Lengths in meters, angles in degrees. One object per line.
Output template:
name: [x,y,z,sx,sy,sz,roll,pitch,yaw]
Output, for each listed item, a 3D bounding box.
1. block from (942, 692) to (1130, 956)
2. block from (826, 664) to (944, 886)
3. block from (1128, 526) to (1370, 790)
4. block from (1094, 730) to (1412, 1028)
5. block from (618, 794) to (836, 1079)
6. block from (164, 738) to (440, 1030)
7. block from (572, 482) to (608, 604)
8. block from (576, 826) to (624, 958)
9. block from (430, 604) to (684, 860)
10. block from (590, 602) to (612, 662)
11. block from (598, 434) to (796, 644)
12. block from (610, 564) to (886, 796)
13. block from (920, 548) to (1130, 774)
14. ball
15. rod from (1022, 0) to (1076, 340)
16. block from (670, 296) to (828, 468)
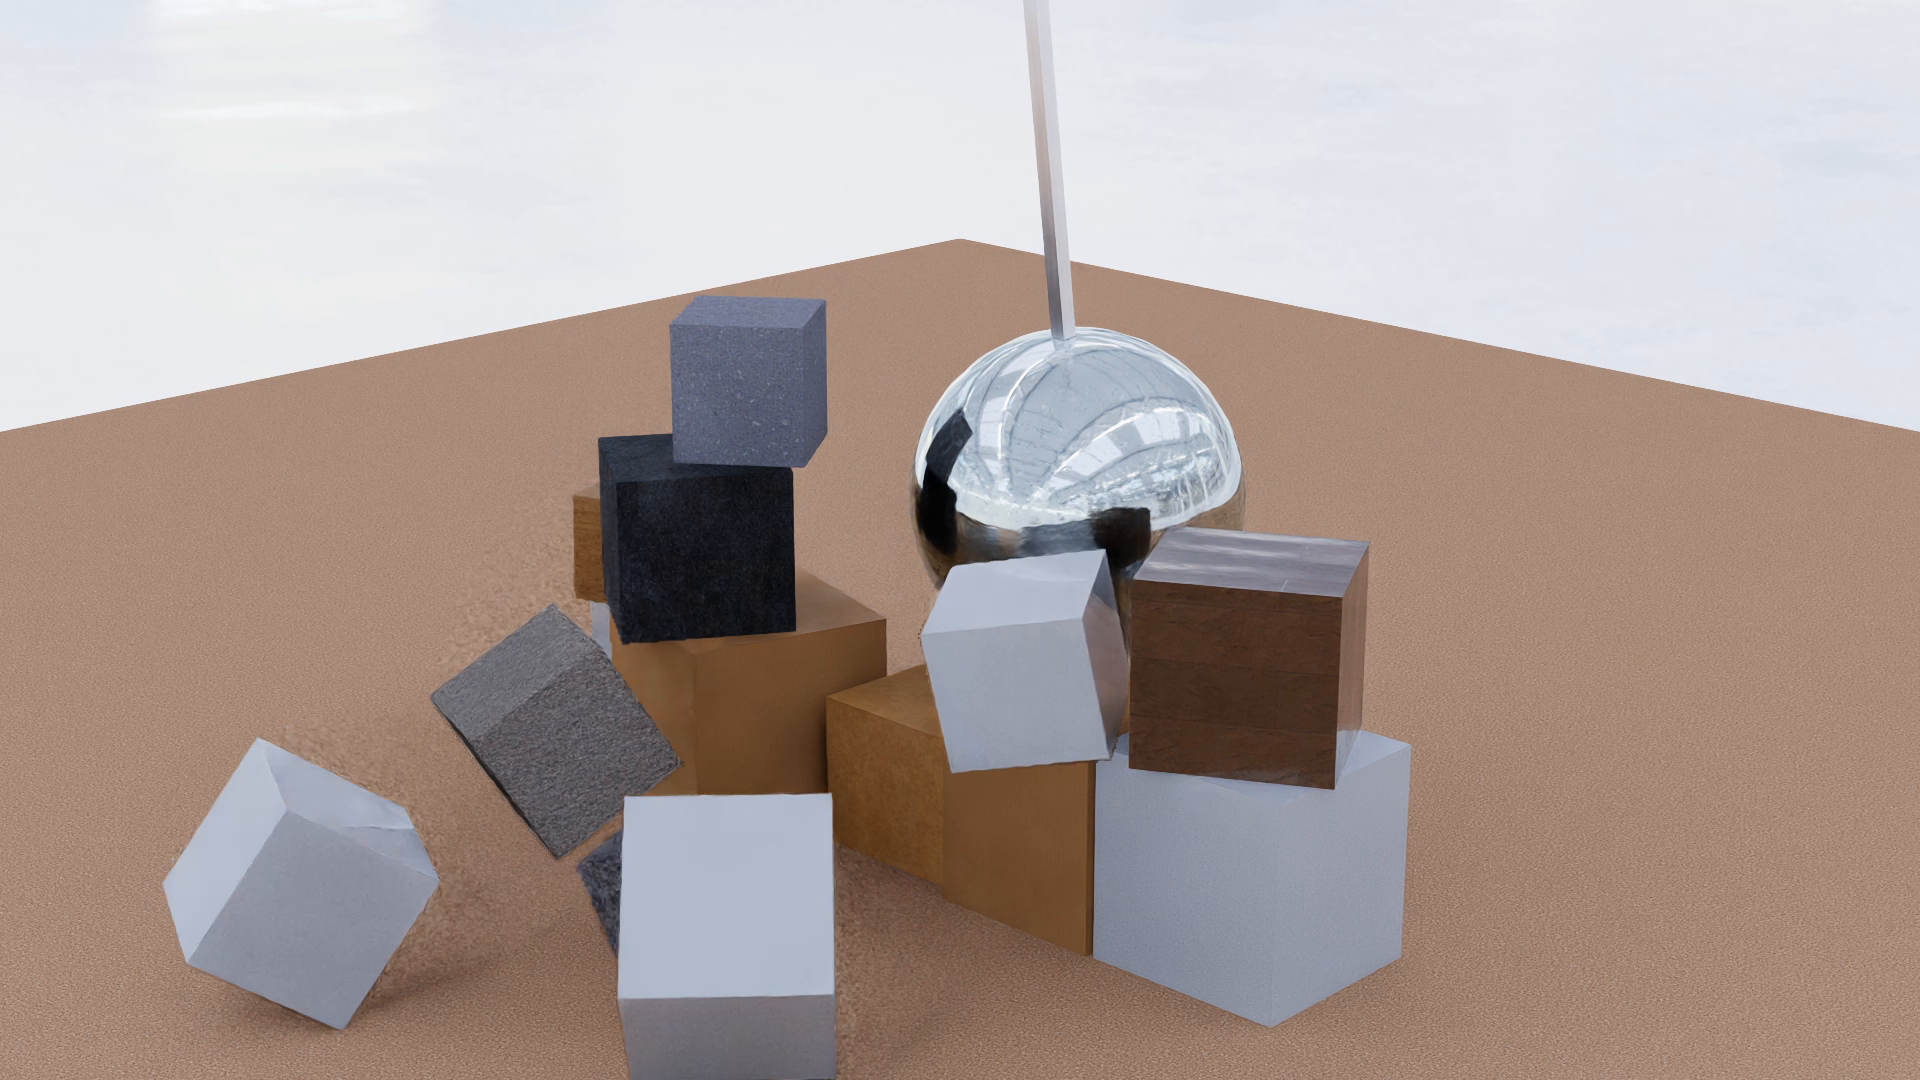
block: [0.562,1.169,13.104,0.860,0.912,0.945,16,24,42]
block: [-0.055,1.078,13.715,0.763,0.719,0.842,-17,24,-42]
block: [1.208,0.474,12.195,0.852,0.821,0.765,5,18,15]
block: [1.236,1.330,12.477,0.960,0.981,0.913,16,23,41]
block: [-0.895,1.561,11.467,0.804,0.787,0.849,-1,57,-2]
block: [-2.719,1.412,12.076,0.726,0.744,0.727,31,6,-29]
block: [-1.524,-0.012,14.928,0.634,0.550,0.648,9,20,22]
block: [-1.257,1.471,12.605,0.459,0.489,0.476,-17,11,28]
block: [-1.781,0.833,12.902,0.682,0.693,0.694,-38,26,-11]
block: [-1.383,0.662,14.974,0.720,0.758,0.736,-12,21,-33]
block: [-1.248,-0.031,13.850,0.812,0.776,0.785,-4,18,-12]
block: [-1.022,0.793,14.171,1.005,0.989,0.961,-10,20,-28]
block: [0.294,0.510,12.474,0.684,0.647,0.709,-7,22,14]
ball: [0.553,-0.207,13.856,1.600,1.600,1.600,0,17,0]
rod: [0.240,-3.329,12.547,0.080,5.200,0.080,17,31,42]
block: [-0.982,-0.749,13.736,0.617,0.659,0.599,2,18,7]
